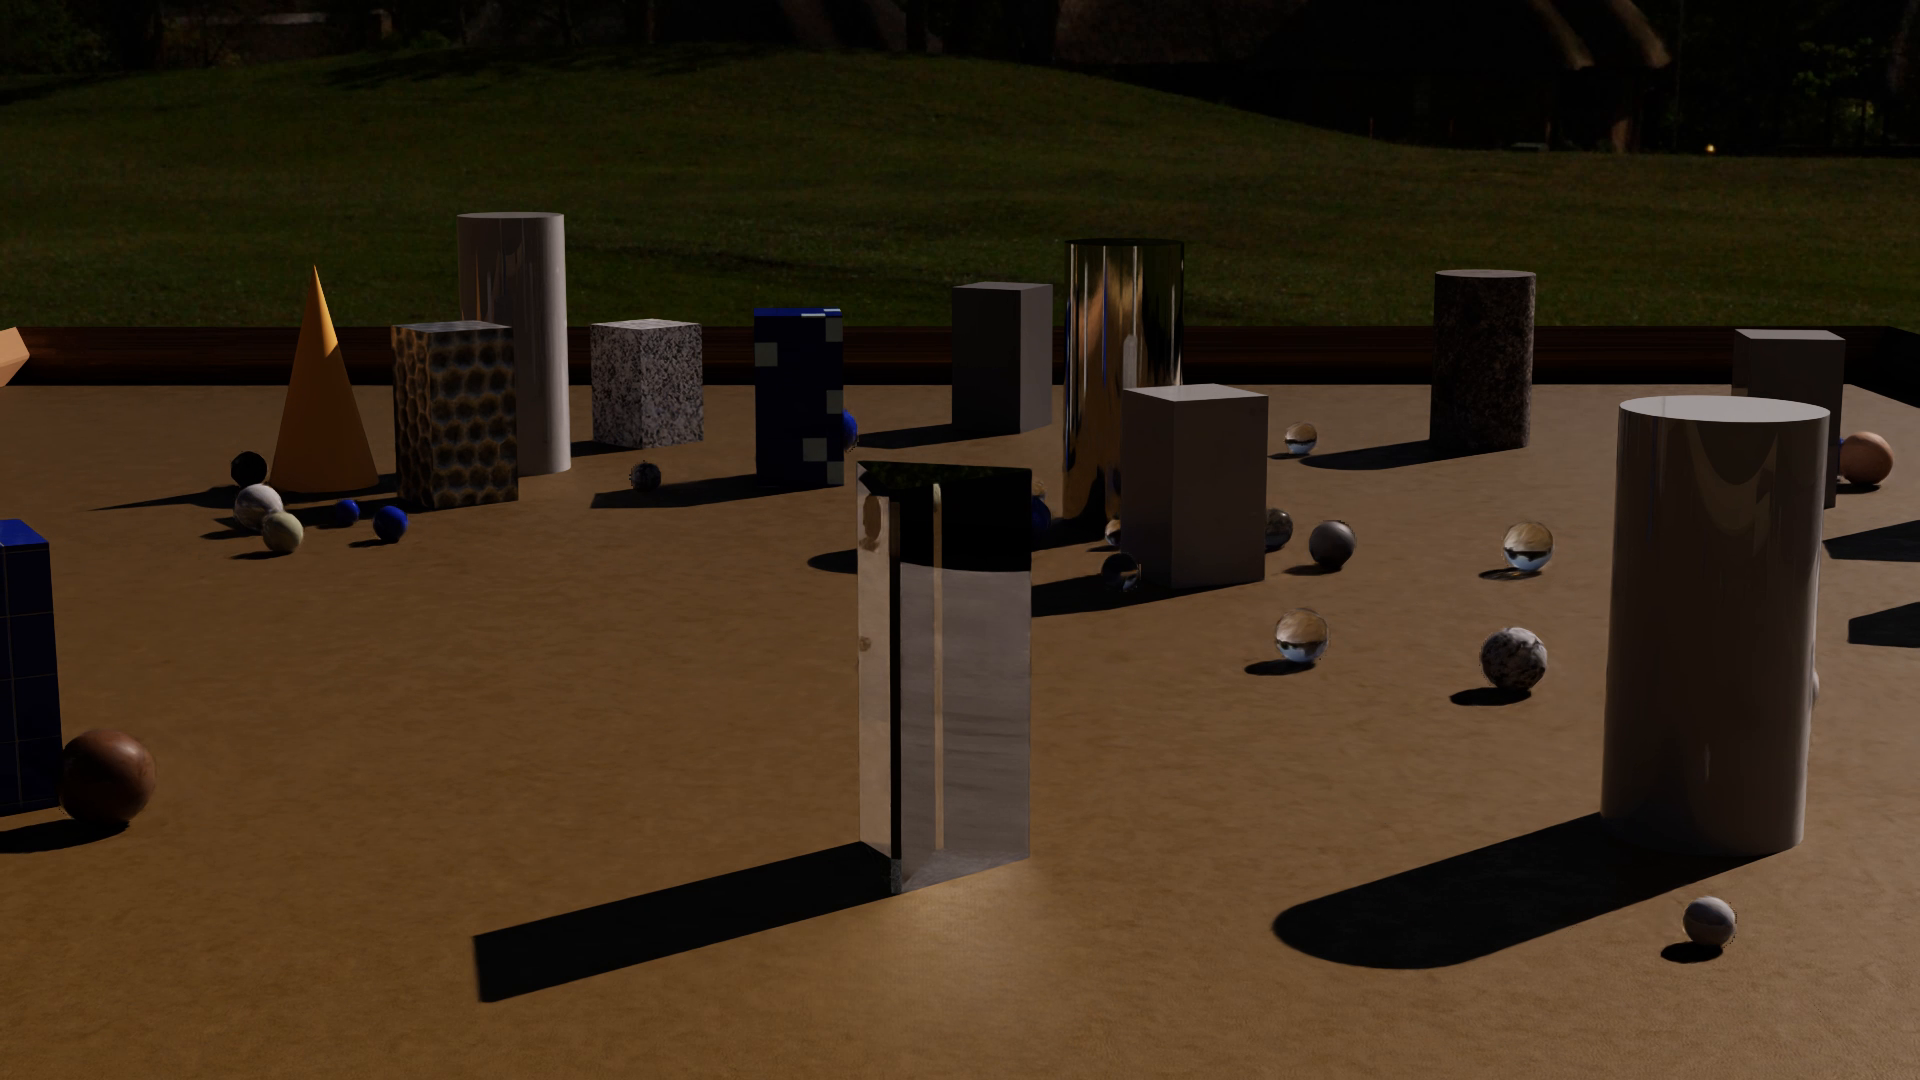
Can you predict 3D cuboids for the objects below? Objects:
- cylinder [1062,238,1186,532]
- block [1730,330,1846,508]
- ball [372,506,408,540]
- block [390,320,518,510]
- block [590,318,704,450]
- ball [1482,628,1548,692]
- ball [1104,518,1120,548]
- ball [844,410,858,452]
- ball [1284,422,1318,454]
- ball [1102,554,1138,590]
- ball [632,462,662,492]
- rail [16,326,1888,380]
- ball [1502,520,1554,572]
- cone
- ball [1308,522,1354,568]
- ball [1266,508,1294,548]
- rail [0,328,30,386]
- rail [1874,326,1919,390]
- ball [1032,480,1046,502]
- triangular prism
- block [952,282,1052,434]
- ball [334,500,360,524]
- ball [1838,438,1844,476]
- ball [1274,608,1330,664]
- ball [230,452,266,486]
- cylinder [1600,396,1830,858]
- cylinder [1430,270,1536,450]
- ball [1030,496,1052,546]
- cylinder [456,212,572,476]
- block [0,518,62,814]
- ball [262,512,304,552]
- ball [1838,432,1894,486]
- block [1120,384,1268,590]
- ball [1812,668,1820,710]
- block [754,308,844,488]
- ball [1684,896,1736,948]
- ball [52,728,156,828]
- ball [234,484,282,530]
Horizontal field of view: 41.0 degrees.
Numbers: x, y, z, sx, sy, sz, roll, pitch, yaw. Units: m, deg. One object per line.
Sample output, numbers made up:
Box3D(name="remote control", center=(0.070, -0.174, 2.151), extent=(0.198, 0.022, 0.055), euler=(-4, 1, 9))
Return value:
Box3D(name="cylinder", center=(0.259, -0.248, 4.073), extent=(0.190, 0.447, 0.190), euler=(0, 11, 0))
Box3D(name="block", center=(1.385, -0.206, 4.309), extent=(0.152, 0.278, 0.152), euler=(1, 11, 7))
Box3D(name="ball", center=(-0.878, -0.026, 3.951), extent=(0.054, 0.054, 0.054), euler=(0, 11, 0))
Box3D(name="block", center=(-0.848, -0.213, 4.307), extent=(0.152, 0.292, 0.152), euler=(-7, 13, -35))
Box3D(name="block", center=(-0.606, -0.305, 4.971), extent=(0.152, 0.229, 0.152), euler=(10, 15, 43))
Box3D(name="ball", center=(0.649, 0.140, 3.004), extent=(0.076, 0.076, 0.076), euler=(0, 11, 0))
Box3D(name="ball", center=(0.241, -0.011, 3.900), extent=(0.044, 0.044, 0.044), euler=(0, 11, 0))
Box3D(name="ball", center=(-0.237, -0.205, 4.821), extent=(0.089, 0.089, 0.089), euler=(0, 11, 0))
Box3D(name="ball", center=(0.641, -0.192, 4.823), extent=(0.063, 0.063, 0.063), euler=(0, 11, 0))
Box3D(name="ball", center=(0.223, 0.045, 3.579), extent=(0.052, 0.052, 0.052), euler=(0, 11, 0))
Box3D(name="ball", center=(-0.539, -0.108, 4.405), extent=(0.050, 0.050, 0.050), euler=(0, 11, 0))
Box3D(name="rail", center=(-0.014, -0.428, 5.918), extent=(4.331, 0.123, 0.045), euler=(0, 11, 0))
Box3D(name="ball", center=(0.823, 0.008, 3.715), extent=(0.074, 0.074, 0.074), euler=(0, 11, 0))
Box3D(name="cone", center=(-1.112, -0.287, 4.454), extent=(0.190, 0.384, 0.190), euler=(0, 11, 0))
Box3D(name="ball", center=(0.543, 0.006, 3.746), extent=(0.067, 0.067, 0.067), euler=(0, 11, 0))
Box3D(name="ball", center=(0.477, -0.019, 3.901), extent=(0.059, 0.059, 0.059), euler=(0, 11, 0))
Box3D(name="rail", center=(-2.142, 0.034, 3.437), extent=(0.045, 0.123, 5.069), euler=(0, 11, 0))
Box3D(name="rail", center=(2.142, 0.029, 3.461), extent=(0.045, 0.123, 5.069), euler=(0, 11, 0))
Box3D(name="ball", center=(0.123, -0.078, 4.272), extent=(0.040, 0.040, 0.040), euler=(0, 11, 0))
Box3D(name="triangular prism", center=(-0.044, 0.115, 2.349), extent=(0.164, 0.364, 0.142), euler=(-10, 14, -42))
Box3D(name="block", center=(0.085, -0.370, 5.169), extent=(0.152, 0.285, 0.152), euler=(5, 12, 26))
Box3D(name="ball", center=(-0.977, -0.045, 4.090), extent=(0.041, 0.041, 0.041), euler=(0, 11, 0))
Box3D(name="ball", center=(1.535, -0.148, 4.540), extent=(0.079, 0.079, 0.079), euler=(0, 11, 0))
Box3D(name="ball", center=(0.419, 0.117, 3.145), extent=(0.068, 0.068, 0.068), euler=(0, 11, 0))
Box3D(name="ball", center=(-1.234, -0.122, 4.449), extent=(0.061, 0.061, 0.061), euler=(0, 11, 0))
Box3D(name="cylinder", center=(0.715, 0.077, 2.437), extent=(0.190, 0.407, 0.190), euler=(0, 11, 0))
Box3D(name="cylinder", center=(1.006, -0.349, 4.939), extent=(0.190, 0.328, 0.190), euler=(0, 11, 0))
Box3D(name="ball", center=(0.100, -0.030, 3.908), extent=(0.078, 0.078, 0.078), euler=(0, 11, 0))
Box3D(name="cylinder", center=(-0.802, -0.355, 4.620), extent=(0.190, 0.457, 0.190), euler=(0, 11, 0))
Box3D(name="block", center=(-0.991, 0.128, 2.551), extent=(0.152, 0.266, 0.152), euler=(-6, 12, -30))
Box3D(name="ball", center=(-1.018, -0.011, 3.855), extent=(0.061, 0.061, 0.061), euler=(0, 11, 0))
Box3D(name="ball", center=(1.574, -0.141, 4.463), extent=(0.094, 0.094, 0.094), euler=(0, 11, 0))
Box3D(name="block", center=(0.333, -0.079, 3.662), extent=(0.152, 0.265, 0.152), euler=(-5, 12, -24))
Box3D(name="ball", center=(0.901, 0.162, 2.836), extent=(0.093, 0.093, 0.093), euler=(0, 11, 0))
Box3D(name="block", center=(-0.284, -0.253, 4.507), extent=(0.152, 0.297, 0.152), euler=(-1, 11, -5))
Box3D(name="ball", center=(0.625, 0.318, 2.138), extent=(0.042, 0.042, 0.042), euler=(0, 11, 0))
Box3D(name="ball", center=(-0.824, 0.229, 2.473), extent=(0.095, 0.095, 0.095), euler=(0, 11, 0))
Box3D(name="ball", center=(-1.103, -0.051, 4.034), extent=(0.074, 0.074, 0.074), euler=(0, 11, 0))
